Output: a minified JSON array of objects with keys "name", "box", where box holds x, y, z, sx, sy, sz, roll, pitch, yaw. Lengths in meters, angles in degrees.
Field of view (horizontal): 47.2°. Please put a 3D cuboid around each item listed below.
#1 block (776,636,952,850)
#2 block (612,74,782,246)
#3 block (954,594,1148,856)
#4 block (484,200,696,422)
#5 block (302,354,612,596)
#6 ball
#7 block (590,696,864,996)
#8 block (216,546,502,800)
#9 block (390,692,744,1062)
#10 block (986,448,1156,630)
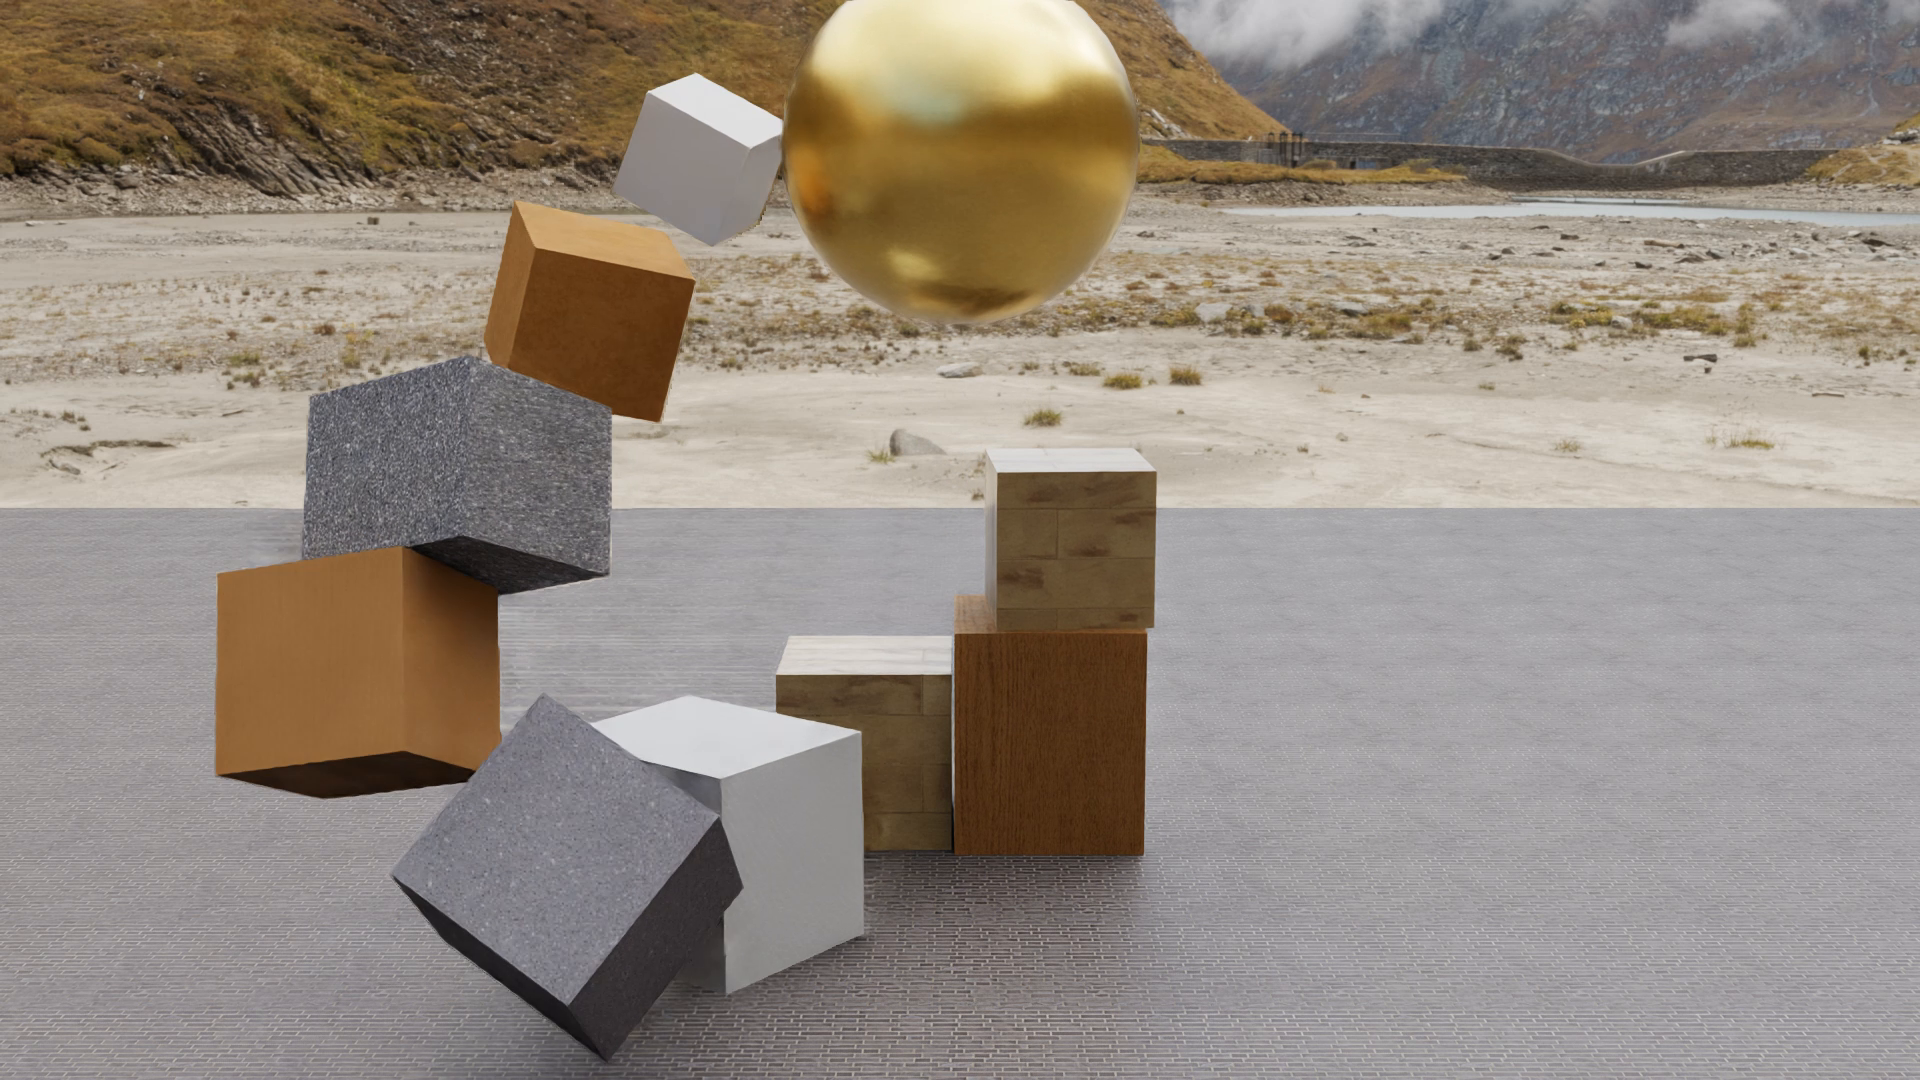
[{"name":"block","box":[-0.476,1.032,11.361,0.865,0.905,0.857,0,10,0]},{"name":"block","box":[-1.330,-1.980,11.428,0.609,0.577,0.566,30,28,7]},{"name":"block","box":[0.443,0.929,11.299,0.942,1.129,0.929,0,10,0]},{"name":"block","box":[-1.715,-1.055,10.096,0.723,0.686,0.790,9,20,-22]},{"name":"block","box":[-1.995,-0.213,8.782,0.868,0.706,0.816,-10,-17,31]},{"name":"ball","box":[0.000,-1.760,9.799,1.600,1.600,1.600,0,10,0]},{"name":"block","box":[-1.122,1.311,9.727,1.054,0.936,0.900,8,13,37]},{"name":"block","box":[-2.317,0.535,8.532,0.776,0.773,0.773,-8,-15,14]},{"name":"block","box":[-1.457,1.290,8.336,0.837,0.856,0.874,32,-21,15]},{"name":"block","box":[0.546,-0.021,11.179,0.780,0.784,0.828,-1,10,-3]}]
